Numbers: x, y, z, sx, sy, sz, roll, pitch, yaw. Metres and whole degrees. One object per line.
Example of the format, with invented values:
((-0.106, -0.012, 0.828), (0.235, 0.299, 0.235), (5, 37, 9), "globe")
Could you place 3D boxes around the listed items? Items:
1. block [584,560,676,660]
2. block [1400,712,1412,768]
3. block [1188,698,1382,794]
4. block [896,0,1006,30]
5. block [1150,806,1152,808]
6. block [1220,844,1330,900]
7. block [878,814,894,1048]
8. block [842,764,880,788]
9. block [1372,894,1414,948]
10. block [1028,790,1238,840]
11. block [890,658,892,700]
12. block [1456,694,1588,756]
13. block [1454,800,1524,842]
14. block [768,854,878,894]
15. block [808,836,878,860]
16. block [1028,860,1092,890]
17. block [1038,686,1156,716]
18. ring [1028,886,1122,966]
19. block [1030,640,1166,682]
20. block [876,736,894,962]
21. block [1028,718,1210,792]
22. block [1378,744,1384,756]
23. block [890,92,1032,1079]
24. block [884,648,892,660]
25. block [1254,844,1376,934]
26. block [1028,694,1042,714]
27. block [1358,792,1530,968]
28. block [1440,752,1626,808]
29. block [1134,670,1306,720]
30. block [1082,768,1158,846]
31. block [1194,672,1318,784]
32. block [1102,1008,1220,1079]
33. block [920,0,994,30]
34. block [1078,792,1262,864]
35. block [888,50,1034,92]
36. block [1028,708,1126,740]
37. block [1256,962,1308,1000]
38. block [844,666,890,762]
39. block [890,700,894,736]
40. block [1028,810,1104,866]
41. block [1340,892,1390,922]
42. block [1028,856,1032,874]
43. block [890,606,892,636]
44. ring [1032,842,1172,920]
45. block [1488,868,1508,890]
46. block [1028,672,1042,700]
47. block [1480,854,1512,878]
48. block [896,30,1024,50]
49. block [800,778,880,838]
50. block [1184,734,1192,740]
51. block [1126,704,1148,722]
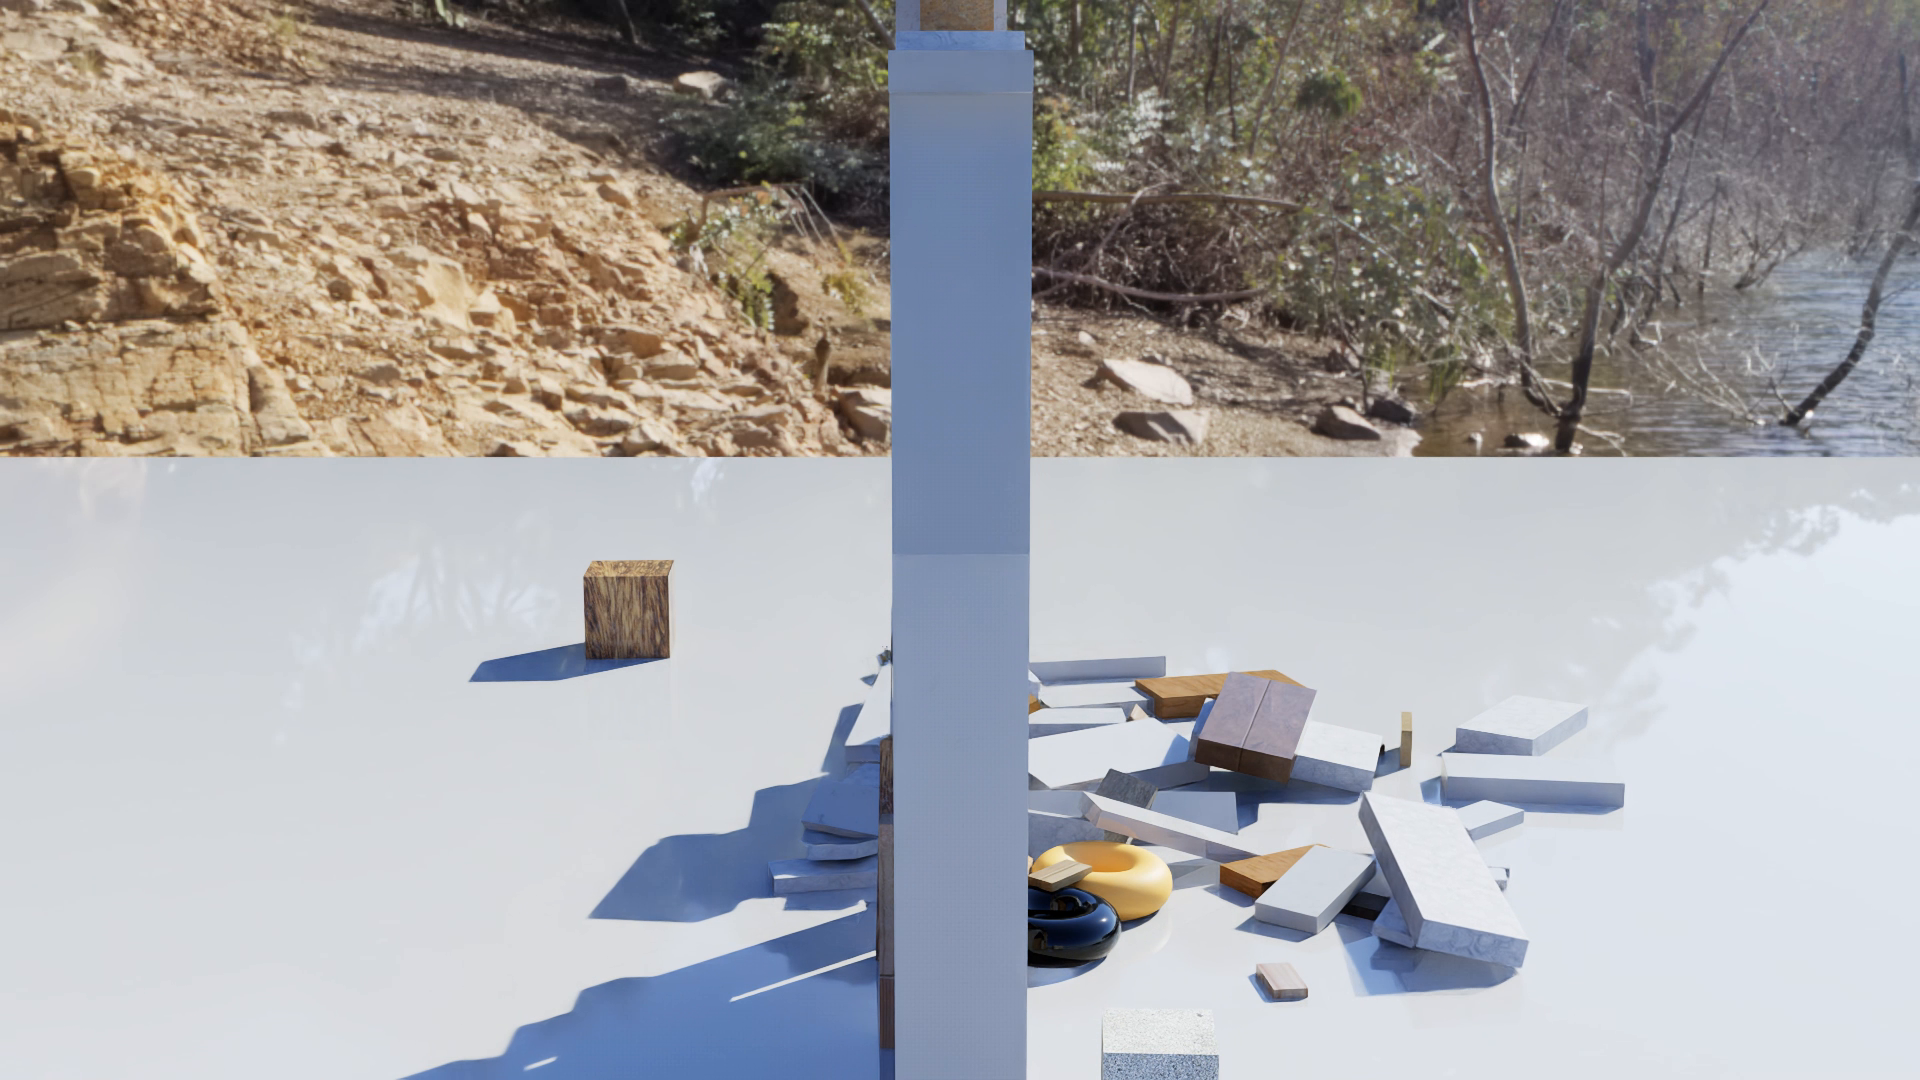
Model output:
((-0.806, 0.168, 5.385), (0.203, 0.203, 0.203), (-1, 11, -3), "block")
((0.906, 0.404, 4.466), (0.021, 0.075, 0.149), (2, 11, 11), "block")
((0.641, 0.403, 4.323), (0.356, 0.050, 0.178), (12, 20, 12), "block")
((-0.013, -0.814, 3.074), (0.155, 0.310, 0.044), (0, 11, -1), "block")
((0.272, 0.490, 3.912), (0.159, 0.067, 0.019), (-23, 58, -22), "block")
((0.562, 0.562, 3.732), (0.220, 0.031, 0.110), (-6, 12, -31), "block")
((-0.029, 0.542, 3.038), (0.162, 0.324, 0.046), (1, 11, 3), "block")
((-0.173, 0.468, 4.265), (0.079, 0.022, 0.158), (3, 11, 17), "block")
((0.700, 0.600, 3.473), (0.067, 0.019, 0.133), (17, 19, 21), "block")
((0.306, 0.498, 3.975), (0.386, 0.026, 0.092), (0, 42, 1), "block")
((-0.035, 0.344, 4.000), (0.180, 0.359, 0.051), (1, 3, 6), "block")
((1.180, 0.392, 4.610), (0.163, 0.046, 0.327), (7, 13, 34), "block")
((0.944, 0.513, 4.017), (0.172, 0.024, 0.086), (-10, 14, -42), "block")
((-0.185, 0.564, 3.739), (0.274, 0.026, 0.092), (-2, 11, -12), "block")
((-0.191, 0.531, 3.788), (0.086, 0.024, 0.172), (-4, -4, 16), "block")
((0.159, 0.536, 3.516), (0.052, 0.015, 0.104), (10, 15, 39), "block")
((0.293, 0.360, 4.816), (0.240, 0.034, 0.120), (-3, 11, -17), "block")
((0.138, 0.599, 3.419), (0.225, 0.075, 0.225), (1, 11, 0), "ring")
((0.298, 0.285, 5.179), (0.338, 0.048, 0.169), (-2, 11, -12), "block")
((-0.036, 0.475, 3.346), (0.171, 0.341, 0.048), (3, 5, 15), "block")
((0.274, 0.430, 4.246), (0.415, 0.050, 0.178), (-6, 25, -37), "block")
((0.797, 0.419, 4.531), (0.075, 0.021, 0.149), (-6, 12, -29), "block")
((0.001, 0.133, 2.589), (0.159, 1.293, 0.045), (0, 11, 0), "block")
((-0.108, 0.279, 5.117), (0.080, 0.023, 0.159), (5, 5, -27), "block")
((0.582, 0.569, 3.591), (0.110, 0.031, 0.220), (9, 23, 34), "block")
((0.097, 0.370, 4.634), (0.144, 0.020, 0.072), (-25, 10, -5), "block")
((0.782, 0.546, 3.609), (0.163, 0.046, 0.595), (12, 12, -1), "block")
((1.099, 0.461, 4.237), (0.327, 0.046, 0.163), (2, 11, 8), "block")
((0.577, 0.341, 4.878), (0.338, 0.048, 0.169), (-3, 11, -16), "block")
((0.267, 0.487, 3.848), (0.092, 0.026, 0.184), (20, 48, 19), "block")
((0.578, 0.360, 4.273), (0.178, 0.050, 0.356), (12, 21, 13), "block")
((0.250, 0.685, 2.772), (0.141, 0.141, 0.141), (1, 11, 3), "block")
((-0.004, -0.753, 2.854), (0.096, 0.192, 0.027), (0, 10, 0), "block")
((0.361, 0.502, 3.779), (0.309, 0.031, 0.110), (18, 6, -16), "block")
((-0.001, -0.543, 2.569), (0.159, 0.045, 0.319), (0, 11, -1), "block")
((0.229, 0.389, 4.658), (0.240, 0.034, 0.120), (0, 11, -1), "block")
((0.479, 0.656, 3.275), (0.052, 0.015, 0.103), (-1, 11, -7), "block")
((-0.141, 0.362, 4.659), (0.120, 0.034, 0.541), (-1, 14, 7), "block")
((-0.028, 0.432, 3.582), (0.171, 0.341, 0.048), (0, 9, -3), "block")
((0.157, 0.519, 3.790), (0.184, 0.092, 0.026), (5, 3, 27), "block")
((0.677, 0.598, 3.574), (0.133, 0.019, 0.067), (8, 13, 38), "block")
((0.097, 0.566, 3.630), (0.017, 0.060, 0.120), (28, 11, -2), "block")
((-0.014, 0.117, 4.100), (0.180, 0.051, 0.359), (1, 10, 7), "block")
((0.232, 0.560, 3.618), (0.235, 0.078, 0.235), (1, 11, 0), "ring")
((0.863, 0.571, 3.724), (0.120, 0.017, 0.060), (2, 11, 10), "block")
((0.031, 0.264, 5.074), (0.169, 0.048, 0.749), (9, 7, -10), "block")
((0.887, 0.559, 3.789), (0.120, 0.017, 0.060), (3, 11, 17), "block")
((0.000, -0.637, 2.878), (0.160, 0.045, 0.319), (0, 11, 0), "block")
((-0.189, 0.491, 3.981), (0.185, 0.026, 0.092), (6, 54, 31), "block")
((0.405, 0.436, 4.398), (0.069, 0.020, 0.340), (26, 25, 38), "block")
((0.380, 0.382, 4.660), (0.014, 0.050, 0.101), (-43, 0, 15), "block")
